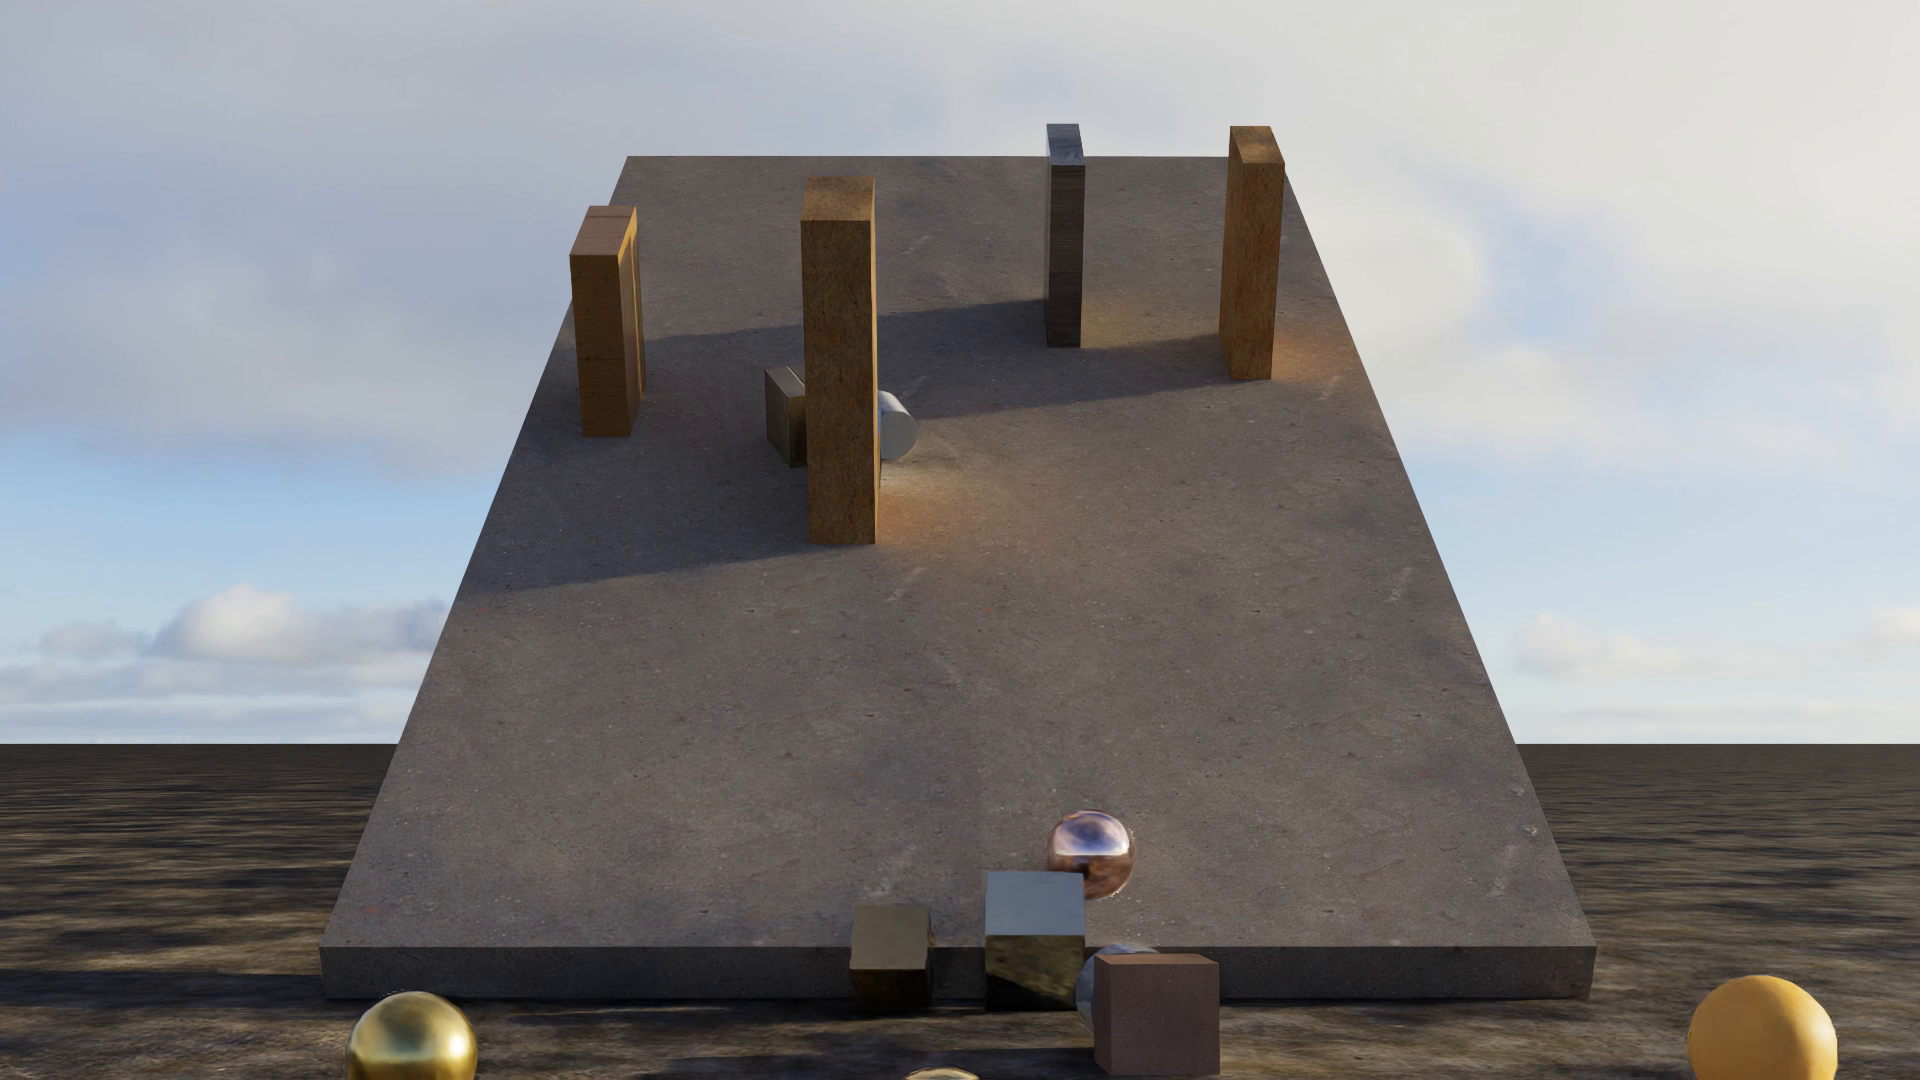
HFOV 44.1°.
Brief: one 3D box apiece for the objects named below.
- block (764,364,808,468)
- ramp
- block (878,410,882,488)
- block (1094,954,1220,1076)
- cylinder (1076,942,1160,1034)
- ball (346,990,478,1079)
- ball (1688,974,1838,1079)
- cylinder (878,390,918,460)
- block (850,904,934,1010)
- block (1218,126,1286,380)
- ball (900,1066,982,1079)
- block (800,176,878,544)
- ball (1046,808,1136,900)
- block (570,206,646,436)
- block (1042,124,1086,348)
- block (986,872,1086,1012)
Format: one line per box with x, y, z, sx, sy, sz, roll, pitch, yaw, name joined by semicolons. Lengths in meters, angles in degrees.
-0.329;-0.285;5.329;0.171;0.171;0.171;-10;29;-19;block
-0.011;-0.227;5.514;2.000;0.100;4.000;0;27;0;ramp
-0.239;-0.200;5.208;0.129;0.129;0.129;0;27;0;block
0.245;0.592;2.968;0.134;0.134;0.134;0;-5;-6;block
0.229;0.602;3.103;0.138;0.138;0.138;0;-5;-6;cylinder
-0.588;0.555;2.546;0.139;0.139;0.139;0;-5;0;ball
0.867;0.548;2.562;0.155;0.155;0.155;0;-5;0;ball
-0.169;-0.258;5.336;0.118;0.118;0.118;2;25;-22;cylinder
-0.101;0.629;3.566;0.113;0.113;0.113;-1;-43;4;block
0.703;-0.696;5.734;0.097;0.541;0.292;0;27;0;block
-0.017;0.521;2.059;0.126;0.126;0.126;0;-5;0;ball
-0.244;-0.368;4.900;0.137;0.708;0.267;0;27;0;block
0.209;0.504;3.809;0.145;0.145;0.145;0;-5;0;ball
-0.808;-0.507;5.466;0.107;0.439;0.333;0;27;0;block
0.259;-0.766;5.946;0.081;0.471;0.339;0;27;0;block
0.114;0.609;3.602;0.147;0.147;0.147;0;31;2;block
